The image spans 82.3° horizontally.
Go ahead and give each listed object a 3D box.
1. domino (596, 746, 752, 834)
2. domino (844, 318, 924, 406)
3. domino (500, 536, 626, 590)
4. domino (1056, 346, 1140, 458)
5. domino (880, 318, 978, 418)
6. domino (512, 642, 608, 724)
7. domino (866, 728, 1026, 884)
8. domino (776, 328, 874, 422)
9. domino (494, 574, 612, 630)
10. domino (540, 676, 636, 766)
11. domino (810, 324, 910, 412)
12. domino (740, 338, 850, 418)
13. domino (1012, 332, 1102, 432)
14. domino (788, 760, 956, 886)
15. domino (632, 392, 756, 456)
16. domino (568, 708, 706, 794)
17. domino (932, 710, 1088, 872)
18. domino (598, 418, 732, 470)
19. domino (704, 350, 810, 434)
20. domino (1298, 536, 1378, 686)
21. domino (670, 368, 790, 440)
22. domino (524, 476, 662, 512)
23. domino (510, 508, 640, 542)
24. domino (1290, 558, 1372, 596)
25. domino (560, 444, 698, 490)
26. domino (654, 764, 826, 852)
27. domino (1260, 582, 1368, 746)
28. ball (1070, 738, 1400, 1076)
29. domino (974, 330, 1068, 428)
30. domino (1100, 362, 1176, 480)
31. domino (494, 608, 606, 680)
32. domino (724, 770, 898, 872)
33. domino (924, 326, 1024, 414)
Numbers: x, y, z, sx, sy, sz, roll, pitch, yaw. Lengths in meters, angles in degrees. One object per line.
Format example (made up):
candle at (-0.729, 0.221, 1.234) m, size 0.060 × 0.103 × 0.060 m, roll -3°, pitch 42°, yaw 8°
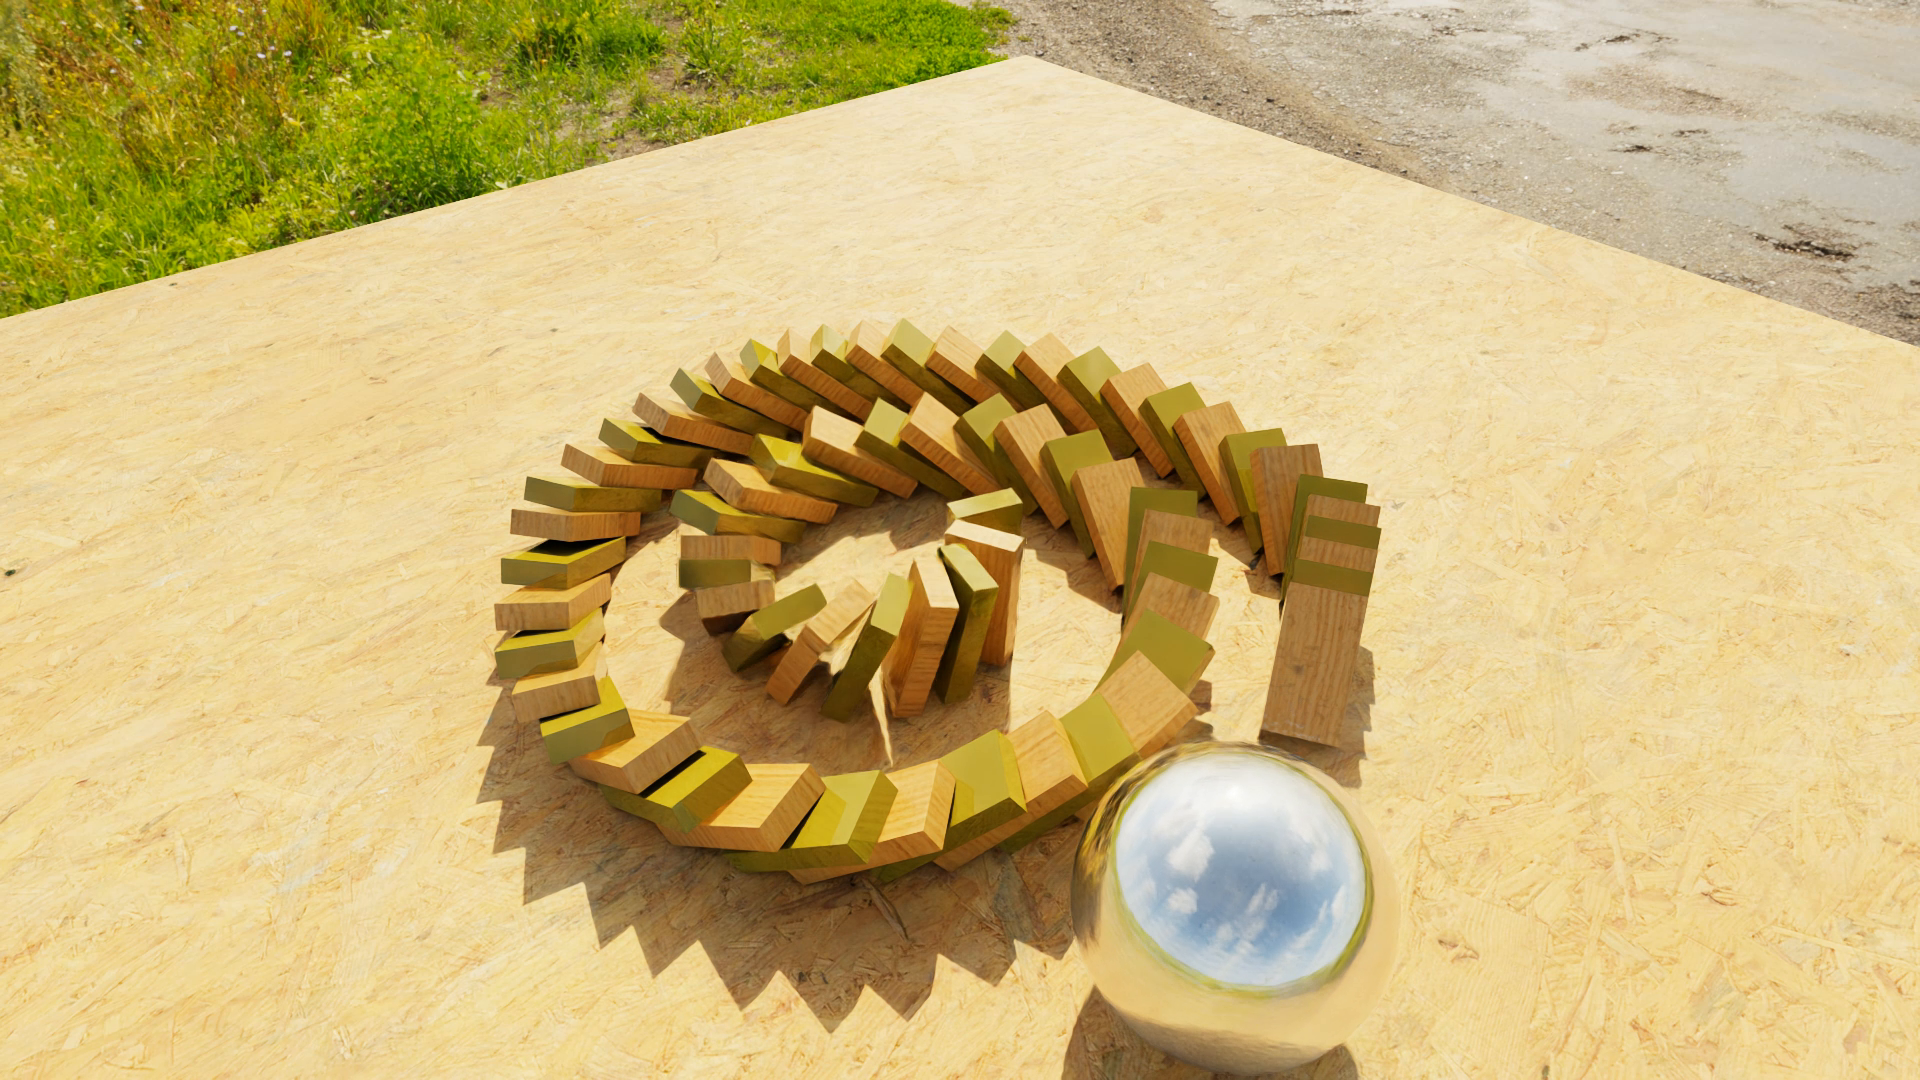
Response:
domino at (-0.088, 0.074, 0.336) m, size 0.050 × 0.010 × 0.025 m, roll -1°, pitch 28°, yaw 48°
domino at (-0.030, -0.080, 0.518) m, size 0.050 × 0.009 × 0.025 m, roll 34°, pitch 32°, yaw -22°
domino at (-0.149, 0.007, 0.417) m, size 0.025 × 0.009 × 0.050 m, roll 5°, pitch 12°, yaw 6°
domino at (0.070, -0.063, 0.502) m, size 0.025 × 0.009 × 0.050 m, roll -32°, pitch 78°, yaw -36°
domino at (-0.013, -0.080, 0.518) m, size 0.050 × 0.009 × 0.025 m, roll 37°, pitch 37°, yaw -18°
domino at (-0.133, 0.047, 0.367) m, size 0.025 × 0.009 × 0.050 m, roll -13°, pitch 10°, yaw -14°
domino at (-0.006, 0.079, 0.326) m, size 0.050 × 0.009 × 0.025 m, roll -31°, pitch 38°, yaw 16°
domino at (-0.061, -0.077, 0.513) m, size 0.050 × 0.009 × 0.025 m, roll 30°, pitch 27°, yaw -30°
domino at (-0.146, 0.022, 0.398) m, size 0.025 × 0.009 × 0.050 m, roll -1°, pitch 9°, yaw -2°
domino at (-0.121, 0.057, 0.354) m, size 0.025 × 0.010 × 0.050 m, roll -18°, pitch 12°, yaw -21°
domino at (-0.047, -0.079, 0.515) m, size 0.050 × 0.009 × 0.025 m, roll 31°, pitch 28°, yaw -26°
domino at (-0.076, -0.072, 0.507) m, size 0.050 × 0.009 × 0.025 m, roll 26°, pitch 23°, yaw -36°
domino at (0.051, -0.072, 0.511) m, size 0.050 × 0.009 × 0.025 m, roll 46°, pitch 47°, yaw 5°
domino at (-0.026, 0.083, 0.322) m, size 0.050 × 0.009 × 0.025 m, roll -22°, pitch 32°, yaw 26°
domino at (-0.115, -0.050, 0.483) m, size 0.025 × 0.009 × 0.050 m, roll 34°, pitch 14°, yaw 36°
domino at (-0.102, 0.065, 0.344) m, size 0.025 × 0.010 × 0.050 m, roll -36°, pitch 18°, yaw -35°
domino at (0.012, 0.075, 0.330) m, size 0.050 × 0.010 × 0.025 m, roll -35°, pitch 40°, yaw 12°
domino at (-0.126, -0.041, 0.473) m, size 0.025 × 0.009 × 0.050 m, roll 31°, pitch 16°, yaw 32°
domino at (-0.090, -0.066, 0.500) m, size 0.050 × 0.010 × 0.025 m, roll 24°, pitch 20°, yaw -43°
domino at (0.128, 0.026, 0.385) m, size 0.025 × 0.050 × 0.009 m, roll 12°, pitch -2°, yaw 14°
domino at (-0.102, -0.059, 0.492) m, size 0.050 × 0.009 × 0.025 m, roll 20°, pitch 18°, yaw -48°
domino at (-0.147, -0.018, 0.444) m, size 0.025 × 0.010 × 0.050 m, roll 13°, pitch 7°, yaw 23°
domino at (-0.149, -0.007, 0.430) m, size 0.025 × 0.010 × 0.050 m, roll 7°, pitch 5°, yaw 13°
domino at (0.123, 0.033, 0.376) m, size 0.025 × 0.050 × 0.010 m, roll 11°, pitch -2°, yaw 14°
domino at (-0.138, -0.030, 0.460) m, size 0.025 × 0.009 × 0.050 m, roll 24°, pitch 13°, yaw 29°
domino at (-0.066, 0.079, 0.327) m, size 0.050 × 0.010 × 0.025 m, roll -10°, pitch 28°, yaw 40°
domino at (0.118, 0.041, 0.367) m, size 0.025 × 0.050 × 0.009 m, roll 11°, pitch -2°, yaw 14°
ball at (0.068, 0.091, 0.277) m, size 0.080 × 0.080 × 0.080 m, roll 0°, pitch 39°, yaw 0°
domino at (0.034, -0.074, 0.516) m, size 0.050 × 0.009 × 0.025 m, roll 39°, pitch 46°, yaw -1°
domino at (0.087, -0.054, 0.491) m, size 0.025 × 0.010 × 0.050 m, roll -25°, pitch 74°, yaw -29°
domino at (-0.141, 0.035, 0.381) m, size 0.025 × 0.010 × 0.050 m, roll -9°, pitch 10°, yaw -7°
domino at (-0.044, 0.083, 0.321) m, size 0.050 × 0.009 × 0.025 m, roll -15°, pitch 34°, yaw 35°
domino at (0.009, -0.078, 0.518) m, size 0.050 × 0.010 × 0.025 m, roll 34°, pitch 40°, yaw -11°
